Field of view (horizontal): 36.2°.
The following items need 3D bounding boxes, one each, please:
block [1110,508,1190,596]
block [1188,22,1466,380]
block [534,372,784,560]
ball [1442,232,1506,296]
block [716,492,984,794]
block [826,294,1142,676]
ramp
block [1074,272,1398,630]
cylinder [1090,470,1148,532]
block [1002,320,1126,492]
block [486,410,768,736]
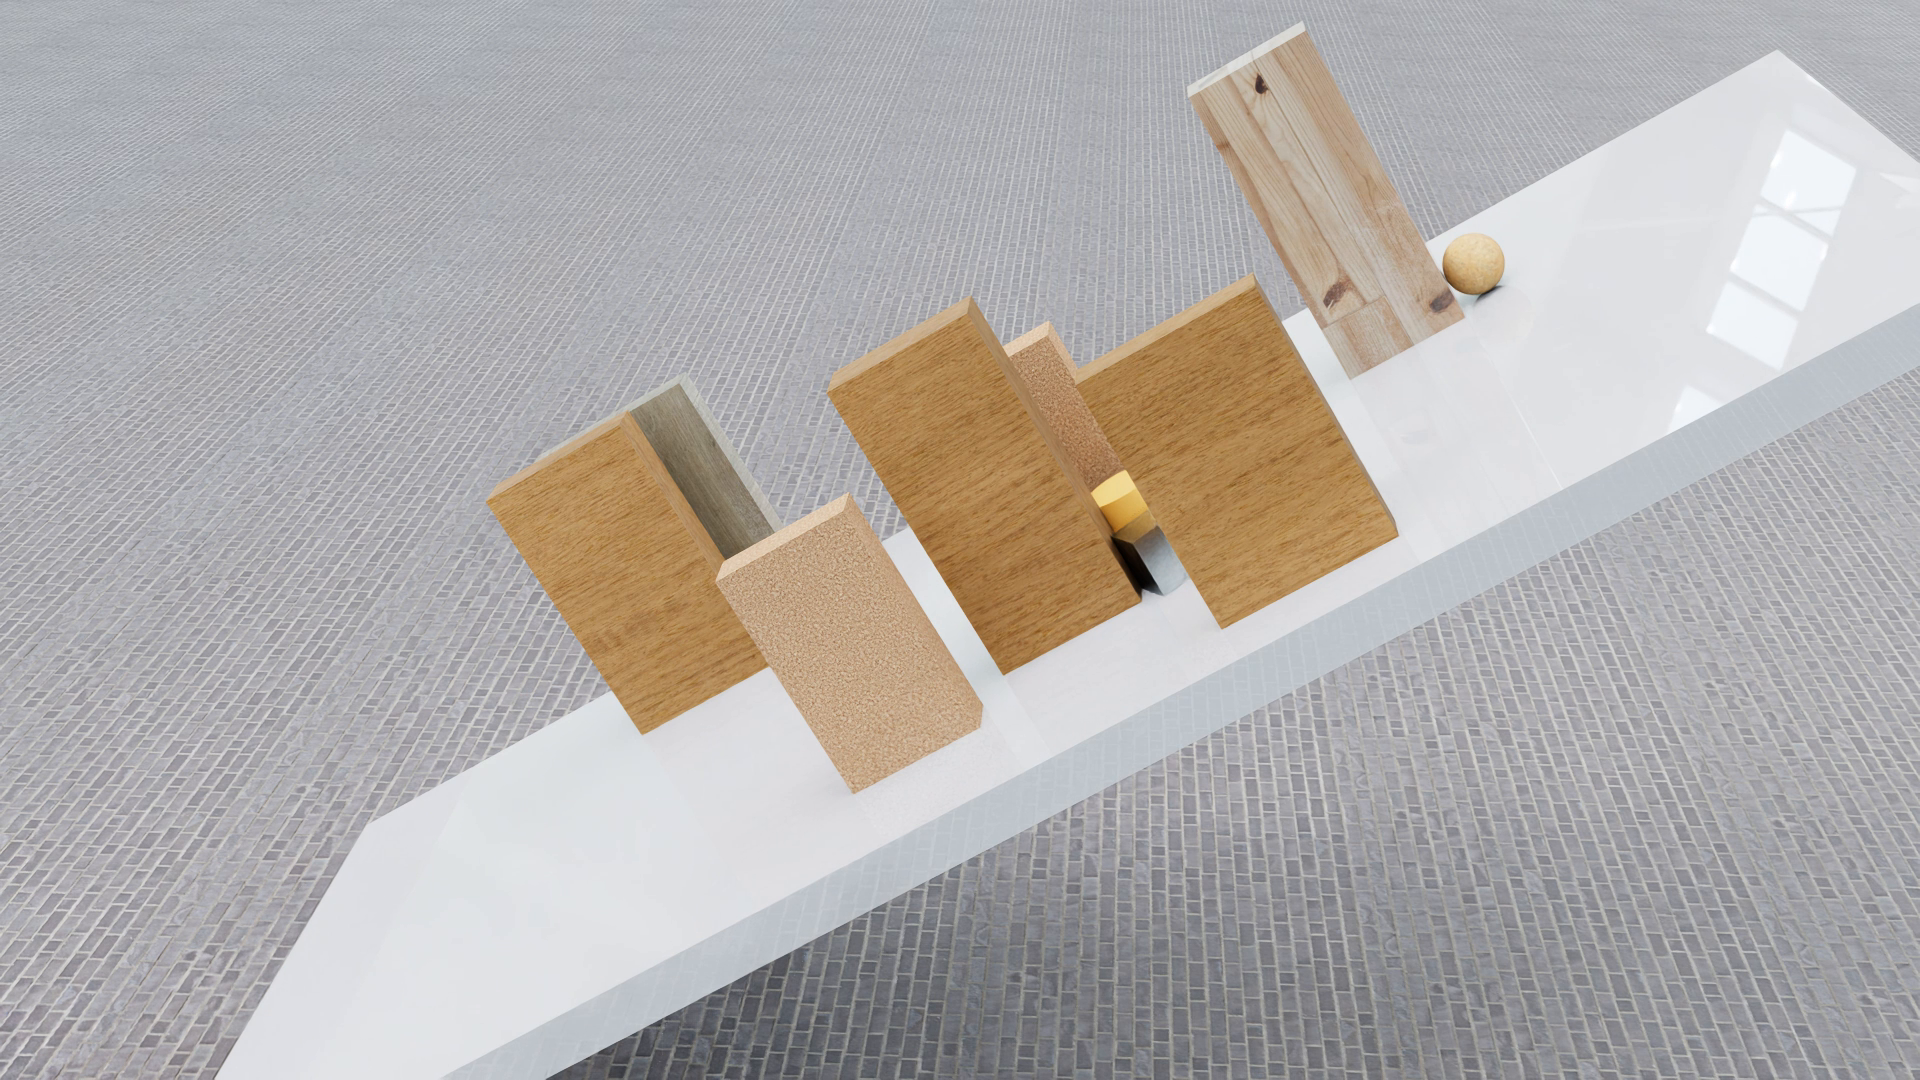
[{"bbox_3d":[0.400,0.016,5.802,0.128,0.128,0.128,-35,15,-11],"label":"block"},{"bbox_3d":[0.783,-0.722,6.284,0.279,0.709,0.129,-29,15,12],"label":"block"},{"bbox_3d":[-0.668,-0.016,7.045,0.422,0.651,0.102,-29,15,12],"label":"block"},{"bbox_3d":[1.109,-0.596,6.353,0.134,0.134,0.134,0,19,0],"label":"ball"},{"bbox_3d":[-0.210,0.202,5.683,0.288,0.506,0.116,-29,15,12],"label":"block"},{"bbox_3d":[0.054,-0.105,5.813,0.317,0.676,0.146,-29,15,12],"label":"block"},{"bbox_3d":[0.142,0.168,6.286,4.000,0.100,2.000,-29,15,12],"label":"ramp"},{"bbox_3d":[0.504,-0.158,5.345,0.367,0.538,0.101,-29,15,12],"label":"block"},{"bbox_3d":[0.364,-0.040,5.973,0.171,0.171,0.171,-30,15,9],"label":"cylinder"},{"bbox_3d":[0.150,-0.152,6.149,0.363,0.486,0.120,-29,15,12],"label":"block"},{"bbox_3d":[-0.760,0.080,6.879,0.369,0.670,0.126,-29,15,12],"label":"block"}]
